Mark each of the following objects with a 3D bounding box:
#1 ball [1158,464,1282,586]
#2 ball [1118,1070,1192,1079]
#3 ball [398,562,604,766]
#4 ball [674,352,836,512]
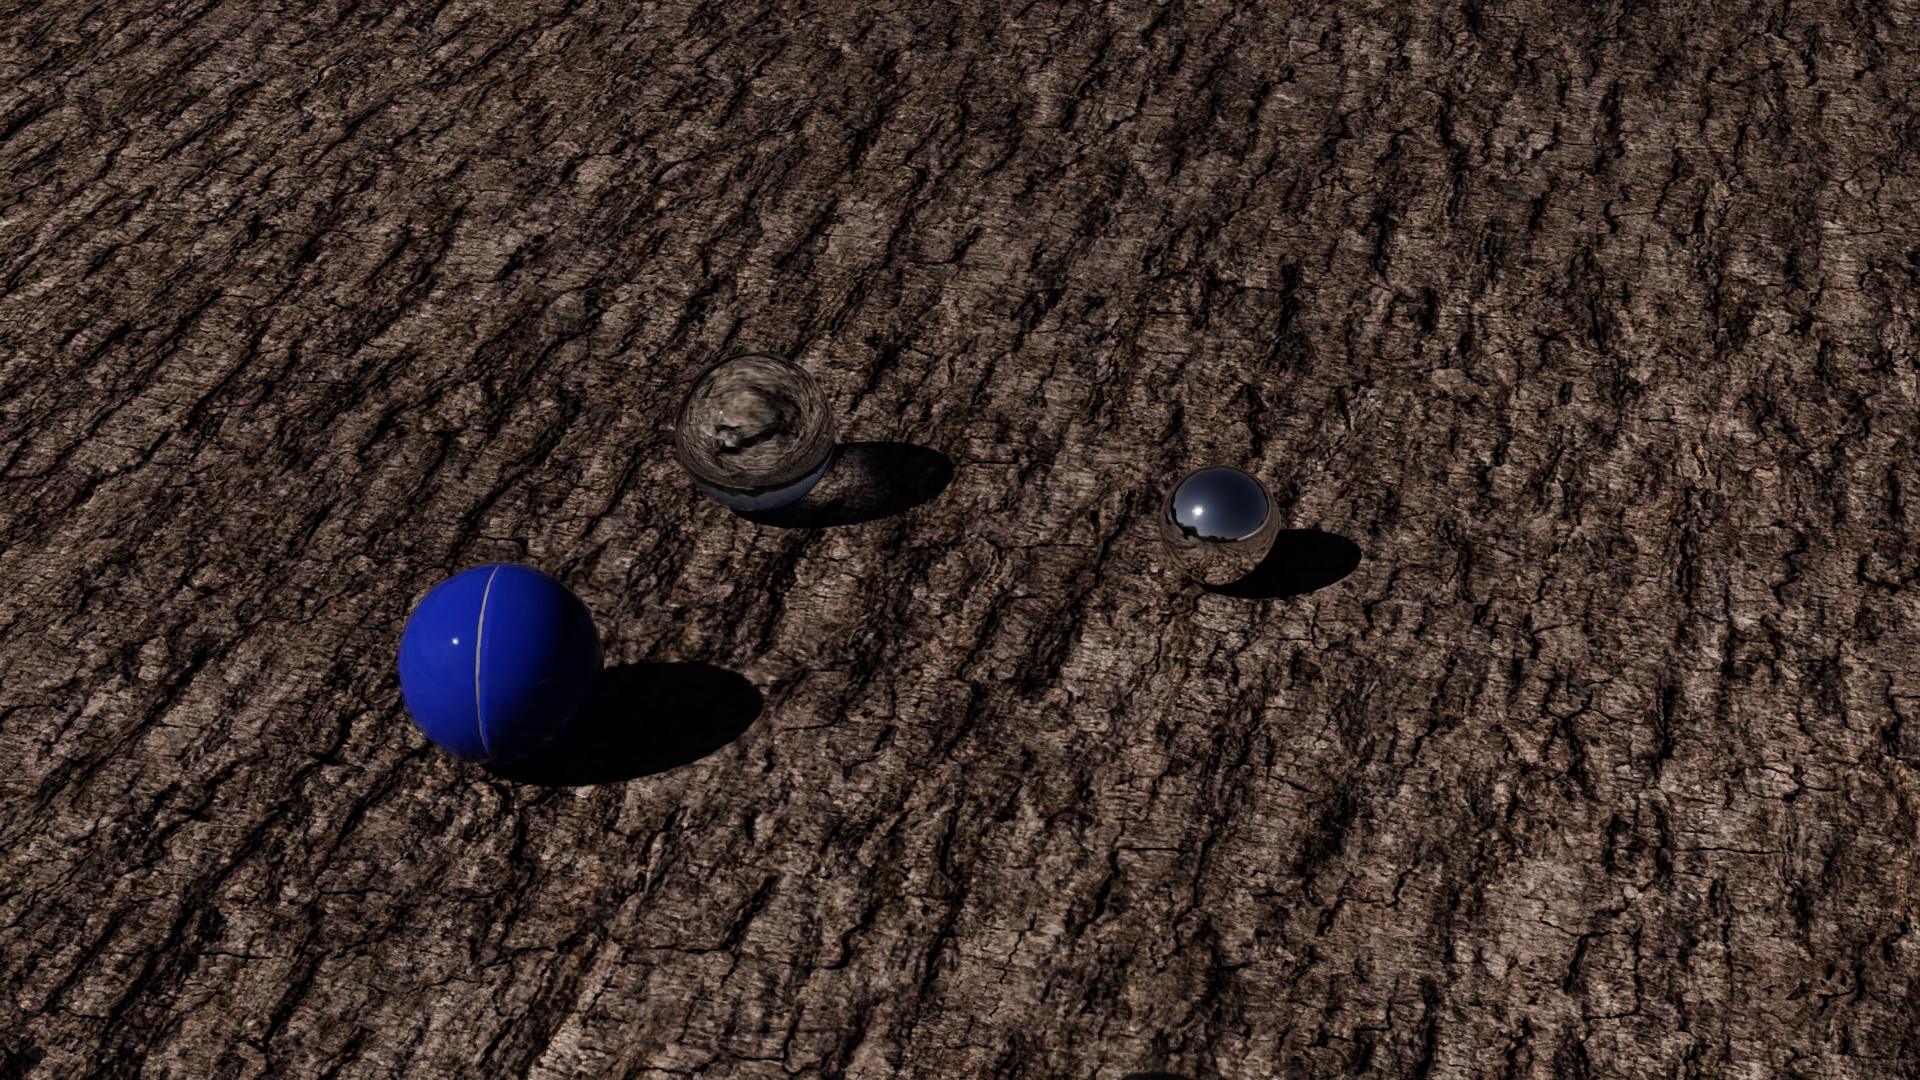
[{"bbox_3d":[0.138,-0.008,1.560,0.065,0.065,0.065,0,32,0],"label":"ball"},{"bbox_3d":[0.077,0.242,1.157,0.065,0.065,0.065,0,32,0],"label":"ball"},{"bbox_3d":[-0.221,0.060,1.419,0.098,0.098,0.098,0,32,0],"label":"ball"},{"bbox_3d":[-0.113,-0.059,1.621,0.088,0.088,0.088,0,32,0],"label":"ball"}]
